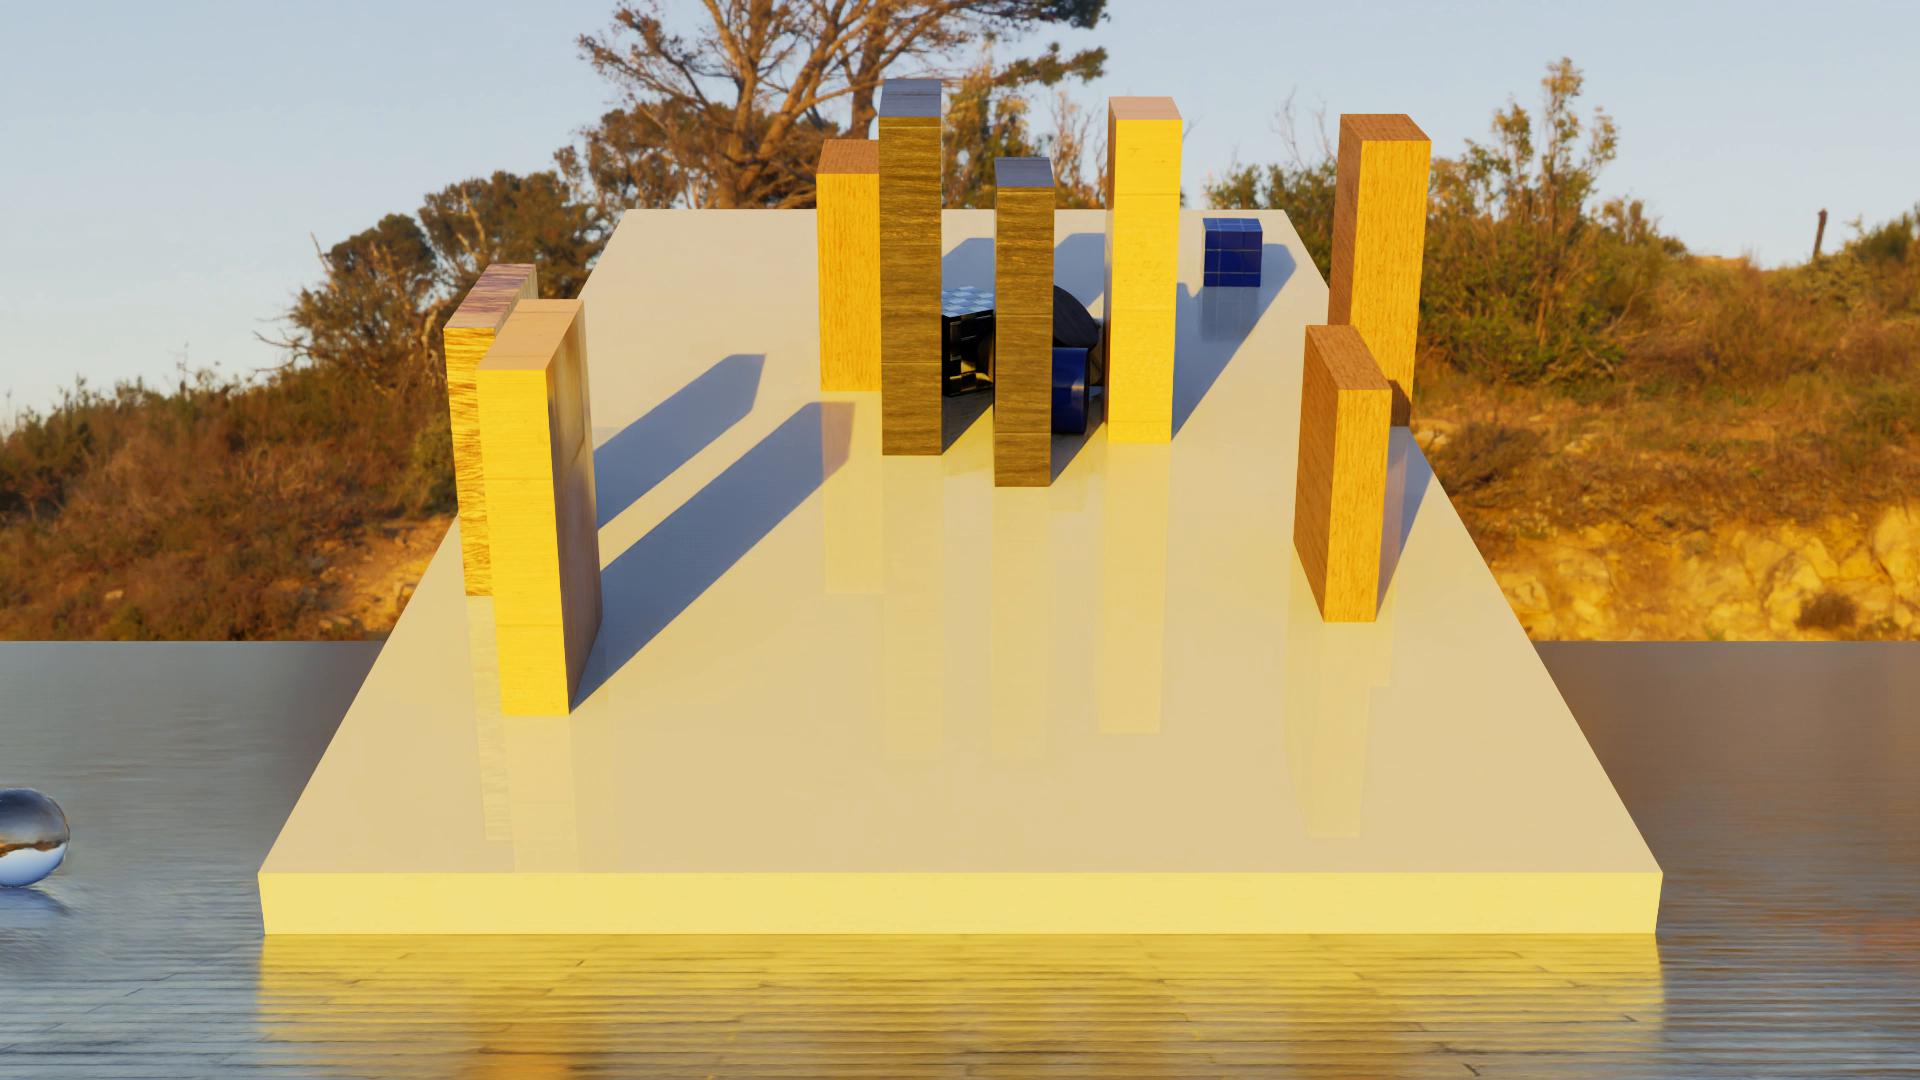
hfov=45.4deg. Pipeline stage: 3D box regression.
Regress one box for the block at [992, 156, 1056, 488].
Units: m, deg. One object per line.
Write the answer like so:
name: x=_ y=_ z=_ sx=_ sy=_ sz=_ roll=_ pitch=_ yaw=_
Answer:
block: x=0.128 y=-0.452 z=4.740 sx=0.114 sy=0.627 sz=0.275 roll=0 pitch=22 yaw=0

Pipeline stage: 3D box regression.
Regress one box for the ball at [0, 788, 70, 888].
ball: x=-1.610 y=0.508 z=3.910 sx=0.170 sy=0.170 sz=0.170 roll=0 pitch=-2 yaw=0

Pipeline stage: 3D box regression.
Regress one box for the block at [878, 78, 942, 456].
block: x=-0.103 y=-0.596 z=4.967 sx=0.127 sy=0.727 sz=0.420 roll=0 pitch=22 yaw=0

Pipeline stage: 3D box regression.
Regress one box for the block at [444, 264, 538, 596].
block: x=-0.860 y=-0.215 z=4.303 sx=0.088 sy=0.508 sz=0.438 roll=0 pitch=22 yaw=0

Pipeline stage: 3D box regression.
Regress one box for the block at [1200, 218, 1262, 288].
block: x=0.734 y=-0.779 z=6.207 sx=0.152 sy=0.152 sz=0.152 roll=1 pitch=22 yaw=2

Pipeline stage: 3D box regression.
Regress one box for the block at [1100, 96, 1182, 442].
block: x=0.390 y=-0.586 z=4.974 sx=0.136 sy=0.705 sz=0.254 roll=0 pitch=22 yaw=0

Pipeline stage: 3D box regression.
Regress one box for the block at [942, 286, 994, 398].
block: x=0.000 y=-0.465 z=5.361 sx=0.193 sy=0.193 sz=0.193 roll=-15 pitch=26 yaw=-32

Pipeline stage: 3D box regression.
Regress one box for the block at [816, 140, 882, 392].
block: x=-0.252 y=-0.651 z=5.397 sx=0.142 sy=0.510 sz=0.372 roll=0 pitch=22 yaw=0

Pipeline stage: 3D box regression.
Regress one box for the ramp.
ramp: x=-0.006 y=-0.219 z=5.139 sx=2.000 sy=0.100 sz=4.000 roll=0 pitch=22 yaw=0

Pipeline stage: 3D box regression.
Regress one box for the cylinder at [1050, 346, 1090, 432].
cylinder: x=0.185 y=-0.332 z=5.037 sx=0.187 sy=0.187 sz=0.187 roll=3 pitch=-2 yaw=7

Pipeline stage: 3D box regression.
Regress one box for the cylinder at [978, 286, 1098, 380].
cylinder: x=0.176 y=-0.445 z=5.195 sx=0.197 sy=0.197 sz=0.197 roll=2 pitch=-37 yaw=-44

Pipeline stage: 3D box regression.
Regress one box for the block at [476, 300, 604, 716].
block: x=-0.691 y=-0.061 z=3.809 sx=0.107 sy=0.588 sz=0.397 roll=0 pitch=22 yaw=0

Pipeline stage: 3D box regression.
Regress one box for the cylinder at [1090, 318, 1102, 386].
cylinder: x=0.338 y=-0.434 z=5.291 sx=0.158 sy=0.158 sz=0.158 roll=-5 pitch=2 yaw=-45

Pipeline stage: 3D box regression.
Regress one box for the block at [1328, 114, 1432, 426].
block: x=0.925 y=-0.603 z=5.109 sx=0.147 sy=0.638 sz=0.292 roll=0 pitch=22 yaw=0

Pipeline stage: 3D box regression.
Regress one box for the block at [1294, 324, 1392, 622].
block: x=0.694 y=-0.128 z=4.190 sx=0.092 sy=0.435 sz=0.393 roll=0 pitch=22 yaw=0
